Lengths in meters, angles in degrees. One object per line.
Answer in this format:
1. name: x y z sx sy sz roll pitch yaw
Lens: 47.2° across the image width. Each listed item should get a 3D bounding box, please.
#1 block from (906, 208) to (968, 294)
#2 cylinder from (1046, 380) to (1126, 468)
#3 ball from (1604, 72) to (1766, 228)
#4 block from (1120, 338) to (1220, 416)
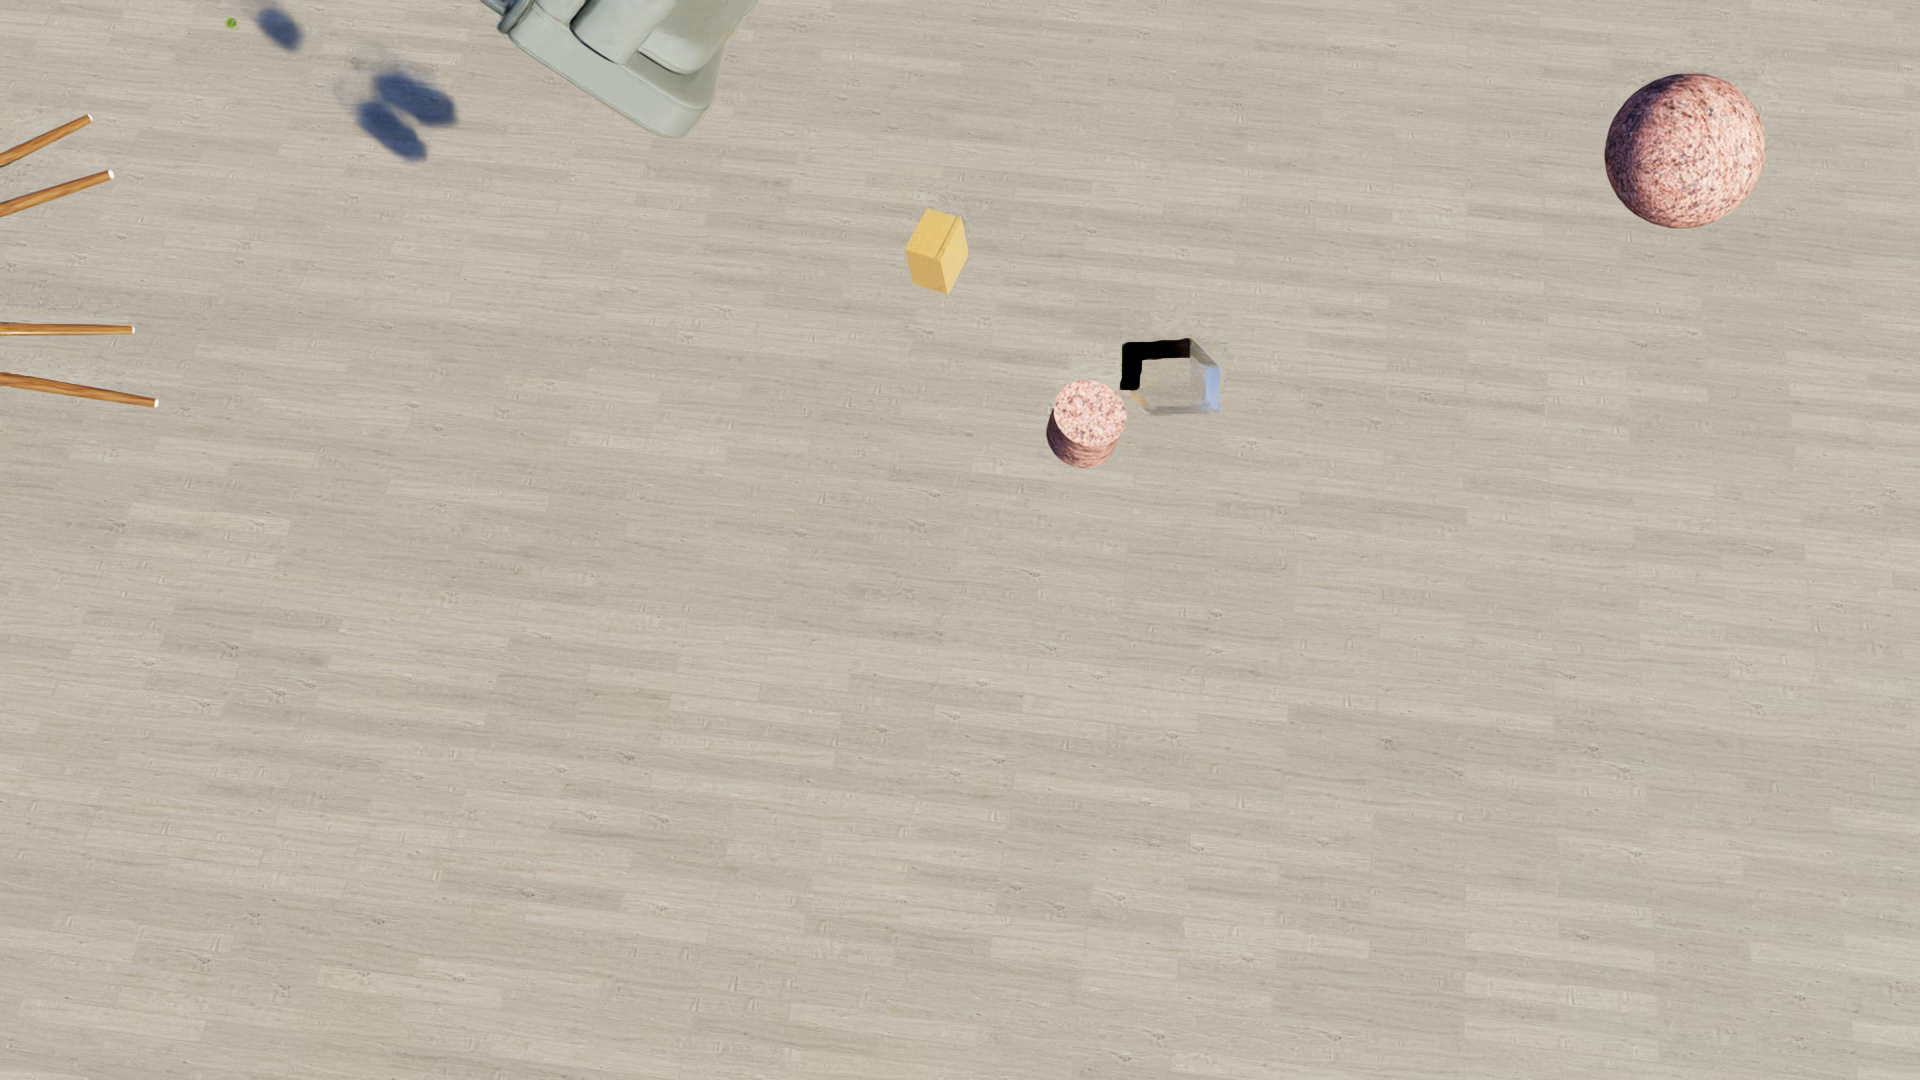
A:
1. block: -0.041 -0.516 3.938 0.069 0.111 0.094 19 67 16
2. cylinder: 0.227 -0.209 3.979 0.131 0.164 0.120 29 79 3
3. ball: 1.117 -0.599 3.390 0.237 0.237 0.237 0 56 0
4. block: 0.376 -0.288 3.921 0.125 0.194 0.085 -2 79 22
